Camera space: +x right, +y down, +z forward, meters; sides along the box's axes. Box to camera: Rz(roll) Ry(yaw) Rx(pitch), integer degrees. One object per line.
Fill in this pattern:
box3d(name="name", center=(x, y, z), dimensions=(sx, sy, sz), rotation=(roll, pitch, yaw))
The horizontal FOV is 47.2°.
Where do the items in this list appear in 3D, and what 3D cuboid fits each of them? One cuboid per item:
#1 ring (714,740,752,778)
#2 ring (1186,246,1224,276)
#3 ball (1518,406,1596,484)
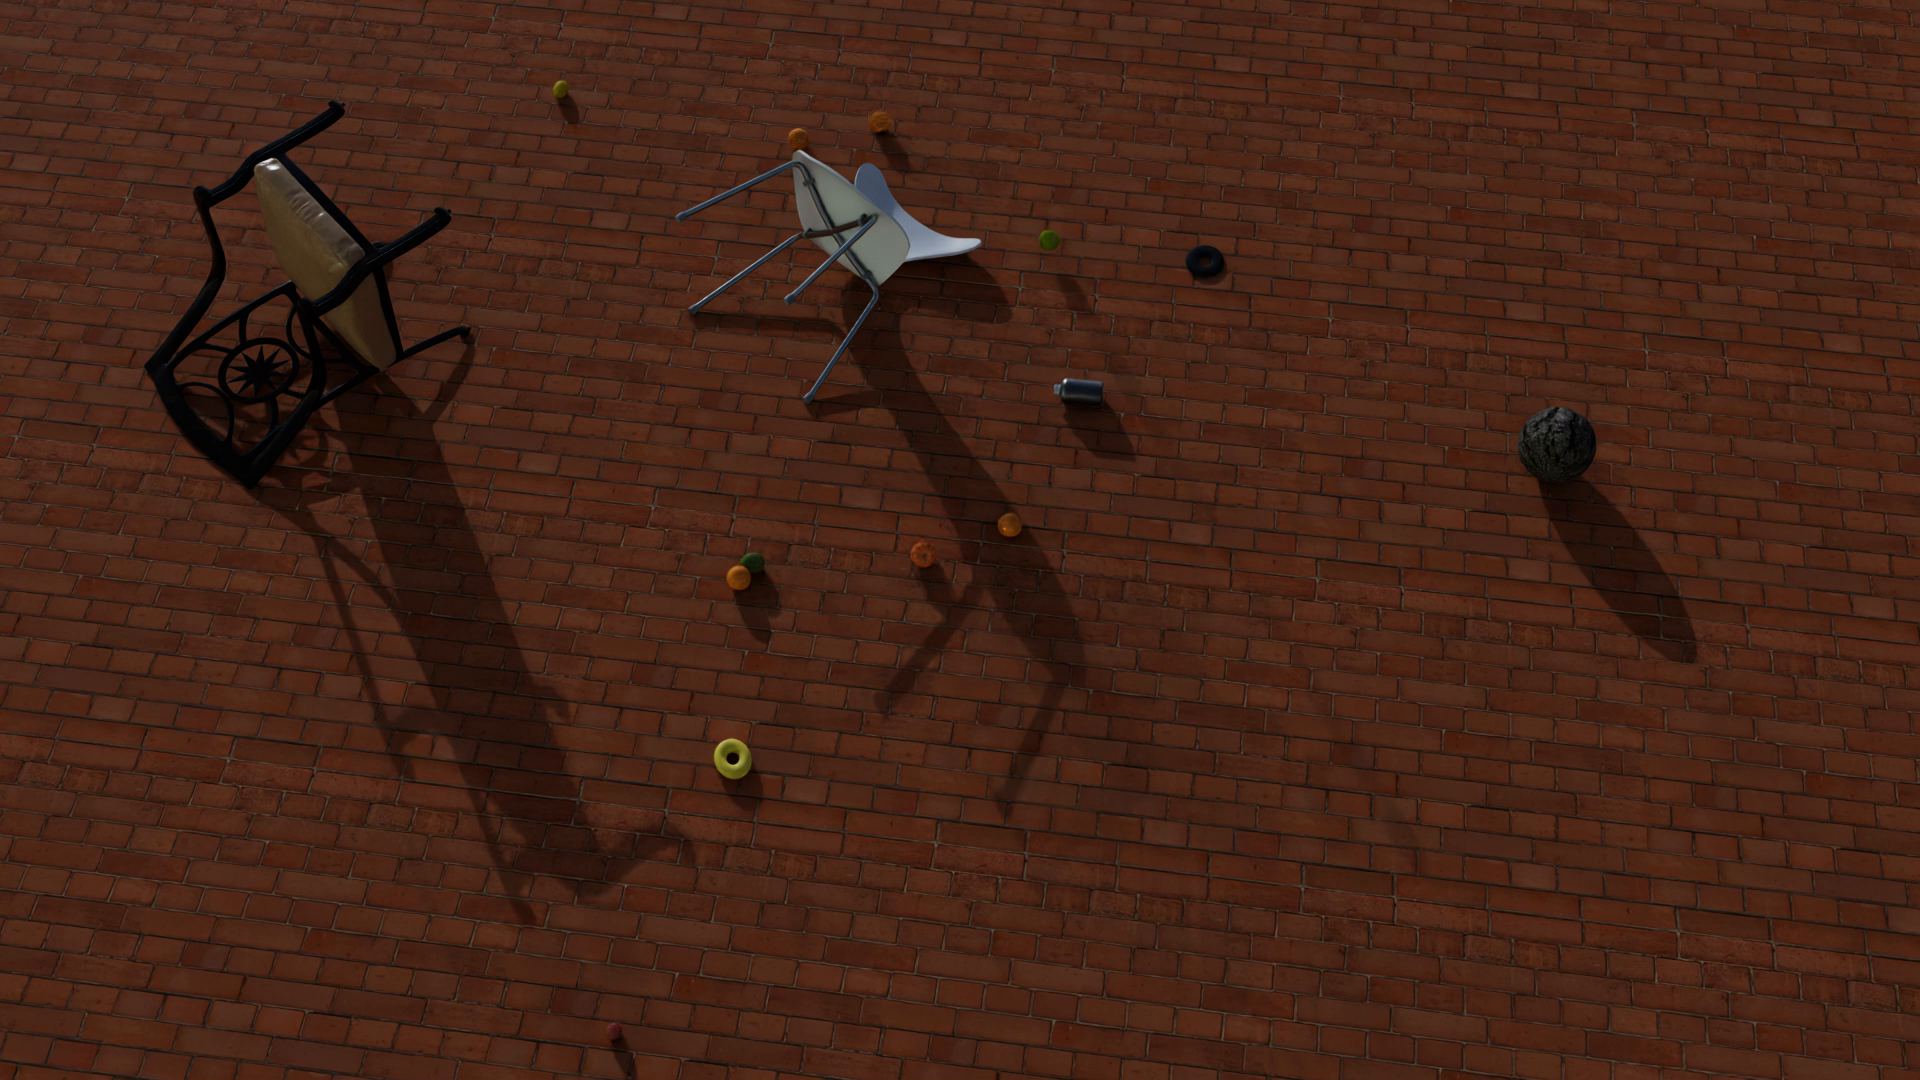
box3d(name="ring", center=(-0.634, 0.612, 6.142), dimensions=(0.104, 0.037, 0.127), rotation=(-19, 58, -11))
box3d(name="ring", center=(0.799, -0.910, 7.176), dimensions=(0.125, 0.016, 0.137), rotation=(15, 57, 9))
box3d(name="ball", center=(1.799, -0.286, 6.628), dimensions=(0.230, 0.230, 0.230), rotation=(0, 56, 0))
